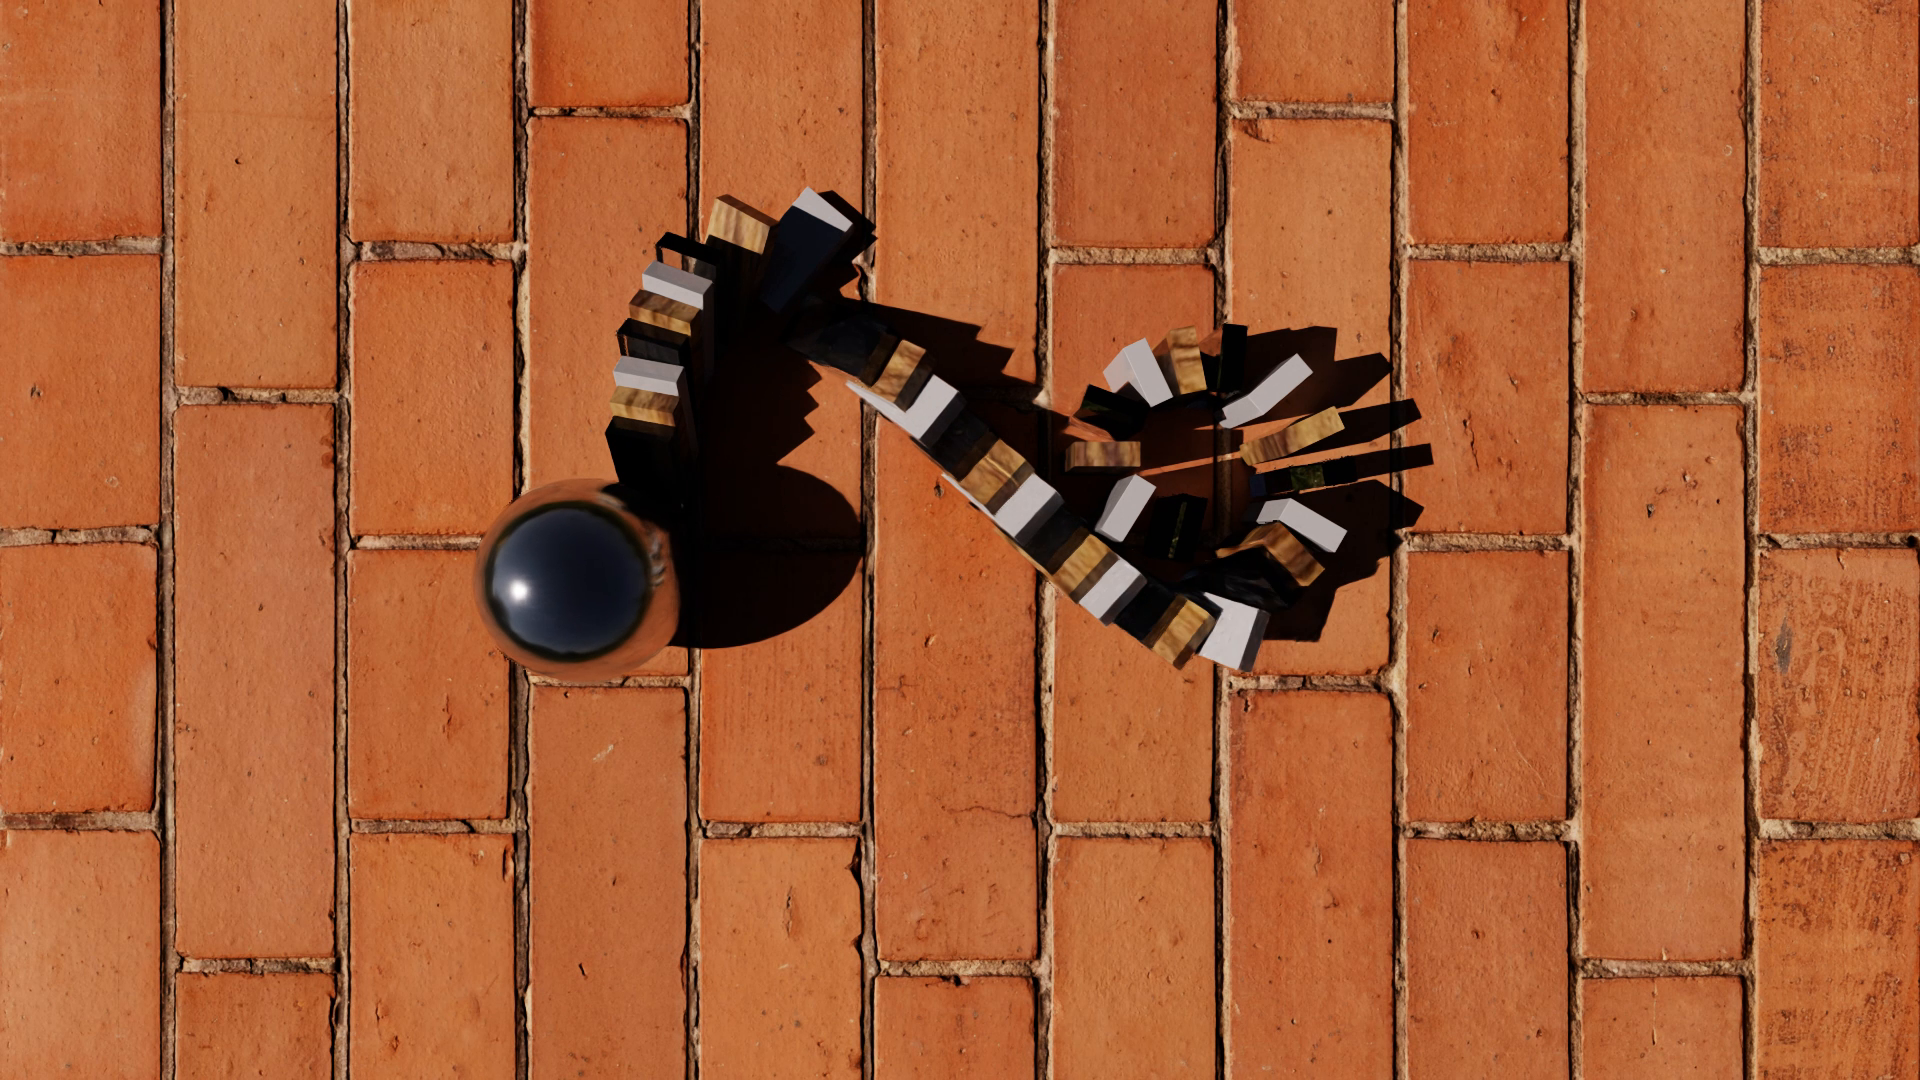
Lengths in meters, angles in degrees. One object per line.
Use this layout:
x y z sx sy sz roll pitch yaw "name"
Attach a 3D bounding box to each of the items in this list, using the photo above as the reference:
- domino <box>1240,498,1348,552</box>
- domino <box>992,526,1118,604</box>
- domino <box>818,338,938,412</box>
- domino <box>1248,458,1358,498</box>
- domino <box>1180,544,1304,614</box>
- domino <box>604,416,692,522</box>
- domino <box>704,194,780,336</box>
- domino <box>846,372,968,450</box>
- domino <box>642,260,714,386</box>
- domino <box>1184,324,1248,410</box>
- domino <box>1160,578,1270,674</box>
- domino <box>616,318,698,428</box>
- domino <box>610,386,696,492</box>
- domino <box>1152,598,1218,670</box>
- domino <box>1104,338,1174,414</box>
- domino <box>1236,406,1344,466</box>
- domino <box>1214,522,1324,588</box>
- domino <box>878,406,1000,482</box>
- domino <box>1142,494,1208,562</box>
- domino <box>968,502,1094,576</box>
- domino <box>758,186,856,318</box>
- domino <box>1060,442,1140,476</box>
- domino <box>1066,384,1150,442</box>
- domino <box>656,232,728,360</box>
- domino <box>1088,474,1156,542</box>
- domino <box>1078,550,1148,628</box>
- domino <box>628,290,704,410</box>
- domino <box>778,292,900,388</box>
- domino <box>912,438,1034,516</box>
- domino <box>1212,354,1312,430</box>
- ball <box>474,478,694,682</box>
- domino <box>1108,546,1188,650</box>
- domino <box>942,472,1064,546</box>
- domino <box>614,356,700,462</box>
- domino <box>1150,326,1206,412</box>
0.135 -0.006 0.375 0.025 0.050 0.009 30 90 0 "domino"
0.039 0.001 0.381 0.025 0.009 0.050 -48 52 0 "domino"
-0.036 -0.075 0.382 0.050 0.010 0.025 31 89 32 "domino"
0.139 -0.025 0.375 0.025 0.050 0.010 -8 90 0 "domino"
0.114 0.019 0.375 0.010 0.050 0.025 -41 92 -22 "domino"
-0.127 -0.028 0.377 0.025 0.050 0.010 10 53 0 "domino"
-0.094 -0.114 0.382 0.025 0.010 0.050 29 124 2 "domino"
-0.023 -0.061 0.383 0.050 0.010 0.025 39 90 32 "domino"
-0.115 -0.088 0.377 0.025 0.050 0.010 20 53 0 "domino"
0.104 -0.070 0.375 0.010 0.050 0.025 6 90 0 "domino"
0.100 0.034 0.377 0.010 0.050 0.025 17 92 -40 "domino"
-0.124 -0.066 0.377 0.025 0.050 0.010 16 53 2 "domino"
-0.125 -0.040 0.377 0.025 0.050 0.010 10 53 0 "domino"
0.078 0.029 0.380 0.050 0.009 0.025 37 90 41 "domino"
0.072 -0.064 0.375 0.009 0.050 0.025 -25 90 0 "domino"
0.134 -0.042 0.375 0.025 0.050 0.010 -25 90 0 "domino"
0.125 0.008 0.375 0.009 0.050 0.025 -44 90 -9 "domino"
-0.010 -0.048 0.383 0.025 0.009 0.050 -48 57 0 "domino"
0.087 -0.005 0.375 0.010 0.050 0.025 14 90 0 "domino"
0.029 -0.010 0.380 0.025 0.009 0.050 -47 52 0 "domino"
-0.071 -0.124 0.395 0.025 0.010 0.050 40 90 0 "domino"
0.056 -0.033 0.375 0.025 0.050 0.010 0 90 0 "domino"
0.059 -0.051 0.375 0.025 0.050 0.009 20 90 0 "domino"
-0.109 -0.099 0.377 0.025 0.050 0.010 20 53 1 "domino"
0.064 -0.012 0.375 0.009 0.050 0.025 32 90 0 "domino"
0.051 0.011 0.381 0.025 0.010 0.050 -48 52 0 "domino"
-0.120 -0.077 0.377 0.025 0.050 0.009 18 53 0 "domino"
-0.051 -0.084 0.382 0.050 0.010 0.025 29 87 32 "domino"
0.005 -0.035 0.382 0.025 0.009 0.050 -47 54 0 "domino"
0.122 -0.060 0.375 0.025 0.050 0.010 -41 90 0 "domino"
-0.146 0.015 0.360 0.080 0.080 0.080 0 90 0 "ball"
0.066 0.021 0.380 0.050 0.009 0.025 37 90 41 "domino"
0.017 -0.022 0.381 0.025 0.010 0.050 -47 52 0 "domino"
-0.124 -0.052 0.377 0.025 0.050 0.009 10 53 0 "domino"
0.087 -0.069 0.375 0.009 0.050 0.025 -11 90 0 "domino"
